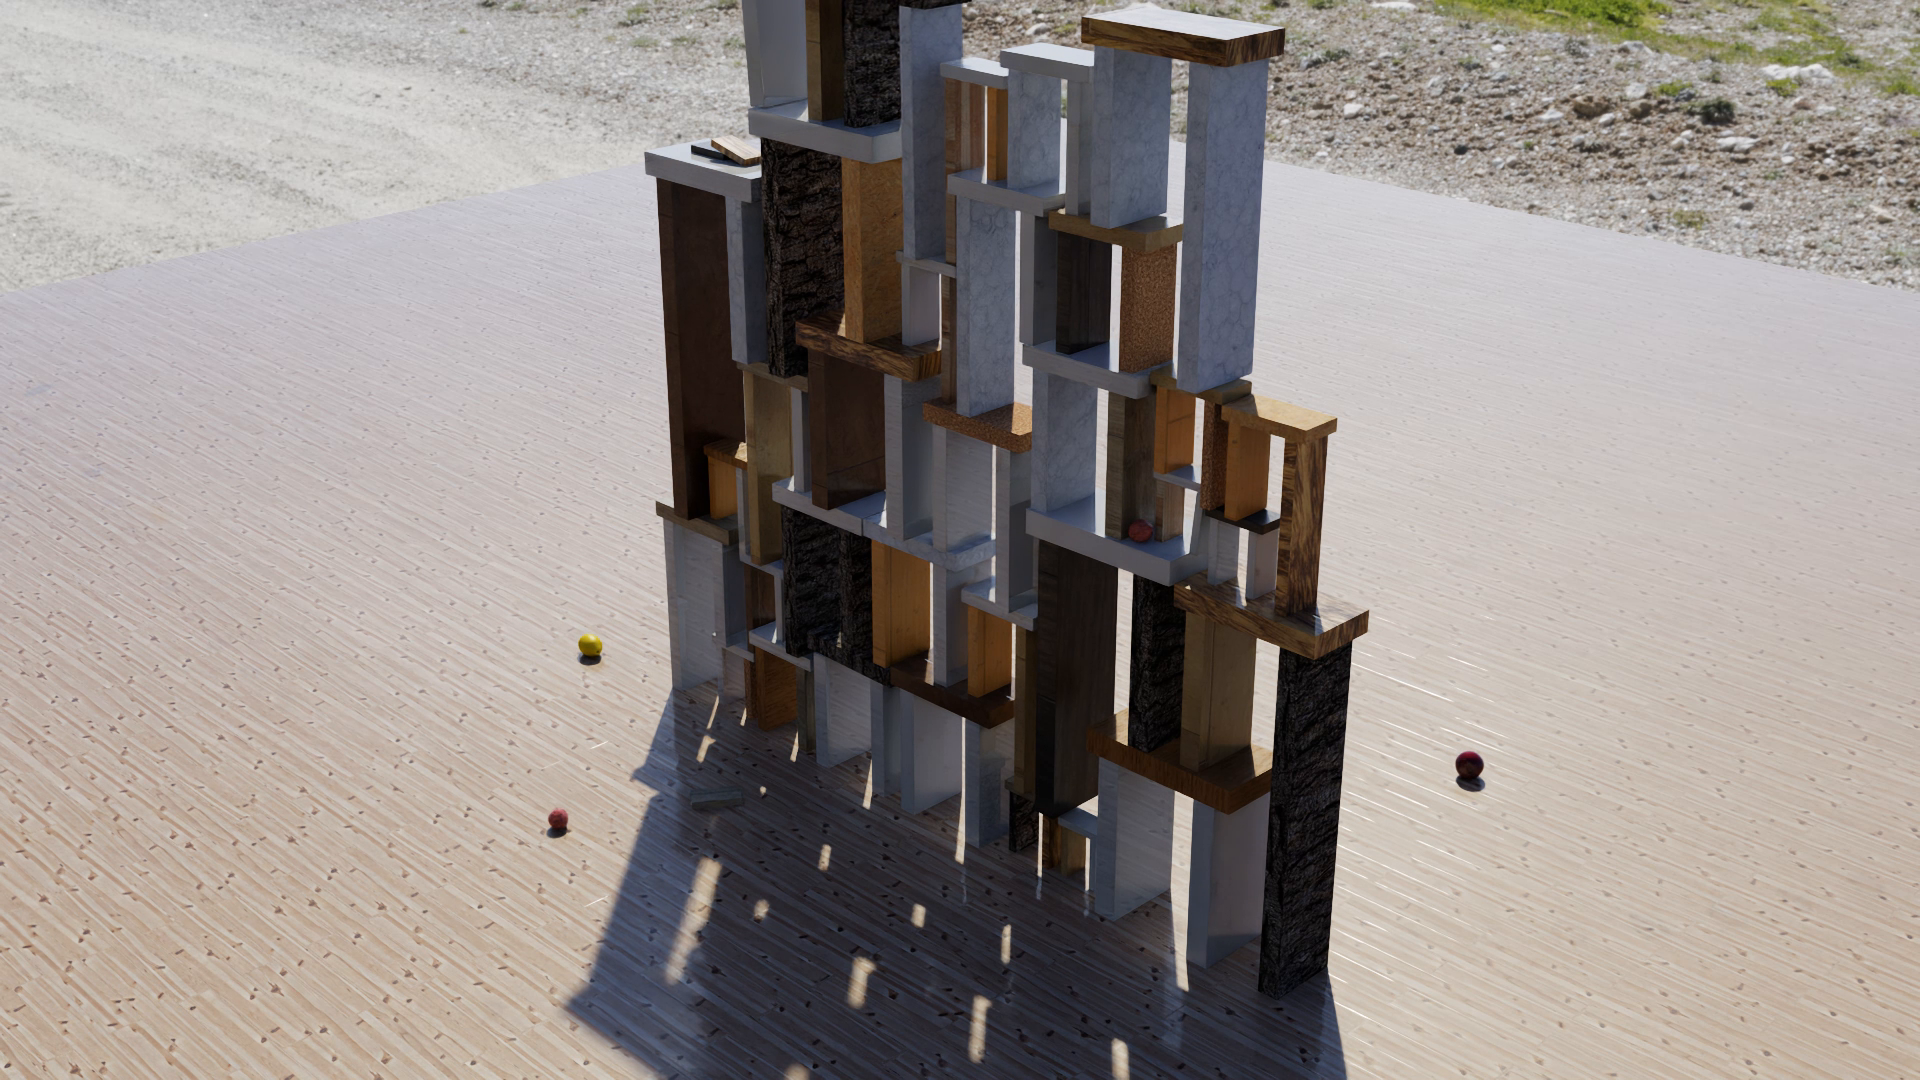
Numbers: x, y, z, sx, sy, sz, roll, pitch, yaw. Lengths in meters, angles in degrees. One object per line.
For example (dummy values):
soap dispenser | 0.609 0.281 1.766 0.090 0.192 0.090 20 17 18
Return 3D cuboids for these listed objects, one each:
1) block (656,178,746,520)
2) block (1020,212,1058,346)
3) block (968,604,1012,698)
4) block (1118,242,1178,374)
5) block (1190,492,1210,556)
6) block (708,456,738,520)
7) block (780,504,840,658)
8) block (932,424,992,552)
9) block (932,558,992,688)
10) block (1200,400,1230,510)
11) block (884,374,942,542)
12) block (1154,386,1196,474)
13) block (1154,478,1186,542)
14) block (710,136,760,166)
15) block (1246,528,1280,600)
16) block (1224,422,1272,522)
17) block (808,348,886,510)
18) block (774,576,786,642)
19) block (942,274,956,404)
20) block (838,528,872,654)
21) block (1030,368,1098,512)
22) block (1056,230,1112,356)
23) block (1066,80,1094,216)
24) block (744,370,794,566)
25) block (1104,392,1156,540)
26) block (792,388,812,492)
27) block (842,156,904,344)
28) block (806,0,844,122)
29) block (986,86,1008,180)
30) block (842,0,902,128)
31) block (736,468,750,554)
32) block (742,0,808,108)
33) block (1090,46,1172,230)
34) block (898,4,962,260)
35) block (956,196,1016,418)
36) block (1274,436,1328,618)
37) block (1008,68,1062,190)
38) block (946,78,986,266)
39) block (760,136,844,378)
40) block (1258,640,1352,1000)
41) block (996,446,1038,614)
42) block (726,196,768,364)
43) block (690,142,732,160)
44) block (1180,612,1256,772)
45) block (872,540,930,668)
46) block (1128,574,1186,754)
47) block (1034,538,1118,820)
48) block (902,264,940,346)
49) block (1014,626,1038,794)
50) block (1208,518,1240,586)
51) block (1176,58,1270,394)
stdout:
block | -0.540 -0.411 4.637 0.048 0.740 0.168 21 31 40
block | 0.157 -0.467 3.846 0.033 0.234 0.117 21 31 40
block | 0.058 0.201 4.243 0.095 0.189 0.027 -21 31 -41
block | 0.317 -0.398 3.706 0.030 0.215 0.108 21 31 40
block | 0.422 -0.034 3.753 0.058 0.115 0.016 -21 36 -40
block | -0.504 -0.121 4.718 0.020 0.141 0.071 21 31 40
block | -0.305 0.068 4.589 0.134 0.338 0.038 -21 31 -41
block | 0.005 -0.114 4.168 0.035 0.250 0.125 21 31 40
block | 0.005 0.148 4.285 0.036 0.253 0.126 21 31 41
block | 0.439 -0.151 3.683 0.077 0.191 0.022 -21 31 -40
block | -0.068 -0.177 4.216 0.047 0.329 0.164 21 31 40
block | 0.367 -0.196 3.744 0.077 0.155 0.022 -21 30 -39
block | 0.364 -0.058 3.807 0.016 0.115 0.058 21 31 40
block | -0.442 -0.775 4.377 0.053 0.015 0.106 -21 44 -40
block | 0.507 0.034 3.692 0.061 0.121 0.017 -21 31 -41
block | 0.478 -0.124 3.647 0.024 0.169 0.085 21 31 40
block | -0.221 -0.238 4.360 0.047 0.329 0.164 21 31 40
block | -0.357 0.135 4.674 0.074 0.148 0.021 -21 31 -41
block | 0.001 -0.378 4.064 0.078 0.245 0.022 -21 31 -40
block | -0.181 0.086 4.457 0.134 0.268 0.038 -21 30 -40
block | 0.187 -0.193 3.934 0.037 0.265 0.132 21 31 40
block | 0.215 -0.437 3.799 0.030 0.215 0.108 21 31 40
block | 0.223 -0.667 3.700 0.029 0.224 0.101 21 31 40
block | -0.391 -0.160 4.581 0.031 0.426 0.109 21 31 41
block | 0.312 -0.145 3.820 0.037 0.265 0.132 21 31 40
block | -0.287 -0.215 4.446 0.031 0.219 0.109 21 31 41
block | -0.138 -0.559 4.132 0.049 0.347 0.174 21 31 41
block | -0.220 -0.923 4.070 0.136 0.273 0.039 -21 31 -40
block | 0.084 -0.715 3.836 0.081 0.162 0.023 -21 31 -40
block | -0.160 -0.880 4.018 0.033 0.234 0.117 21 31 41
block | -0.438 -0.070 4.667 0.020 0.195 0.071 21 31 40
block | -0.347 -0.972 4.186 0.039 0.273 0.136 15 26 40
block | 0.283 -0.674 3.626 0.042 0.295 0.148 21 31 40
block | -0.050 -0.738 3.962 0.117 0.453 0.033 -18 28 -36
block | 0.047 -0.432 3.983 0.117 0.408 0.033 -21 31 -40
block | 0.559 -0.029 3.602 0.024 0.308 0.085 21 31 41
block | 0.128 -0.714 3.784 0.101 0.203 0.029 -21 31 -40
block | 0.010 -0.666 3.944 0.023 0.336 0.081 19 30 38
block | -0.301 -0.565 4.307 0.049 0.473 0.174 21 31 41
block | 0.594 0.471 3.787 0.042 0.674 0.149 21 31 41
block | 0.122 -0.034 4.073 0.125 0.323 0.035 -21 31 -40
block | -0.384 -0.535 4.412 0.168 0.336 0.048 -21 31 -41
block | -0.488 -0.784 4.428 0.053 0.015 0.106 -21 31 -40
block | 0.453 0.243 3.842 0.042 0.297 0.149 21 31 41
block | -0.117 0.110 4.398 0.036 0.270 0.126 21 31 40
block | 0.375 0.195 3.907 0.047 0.335 0.167 21 31 41
block | 0.217 0.238 4.096 0.047 0.561 0.167 21 31 40
block | -0.073 -0.447 4.113 0.022 0.156 0.078 21 31 40
block | 0.147 0.310 4.193 0.095 0.351 0.027 -21 31 -40
block | 0.450 0.012 3.745 0.061 0.121 0.017 -21 31 -41
block | 0.423 -0.511 3.547 0.042 0.535 0.148 21 31 41
